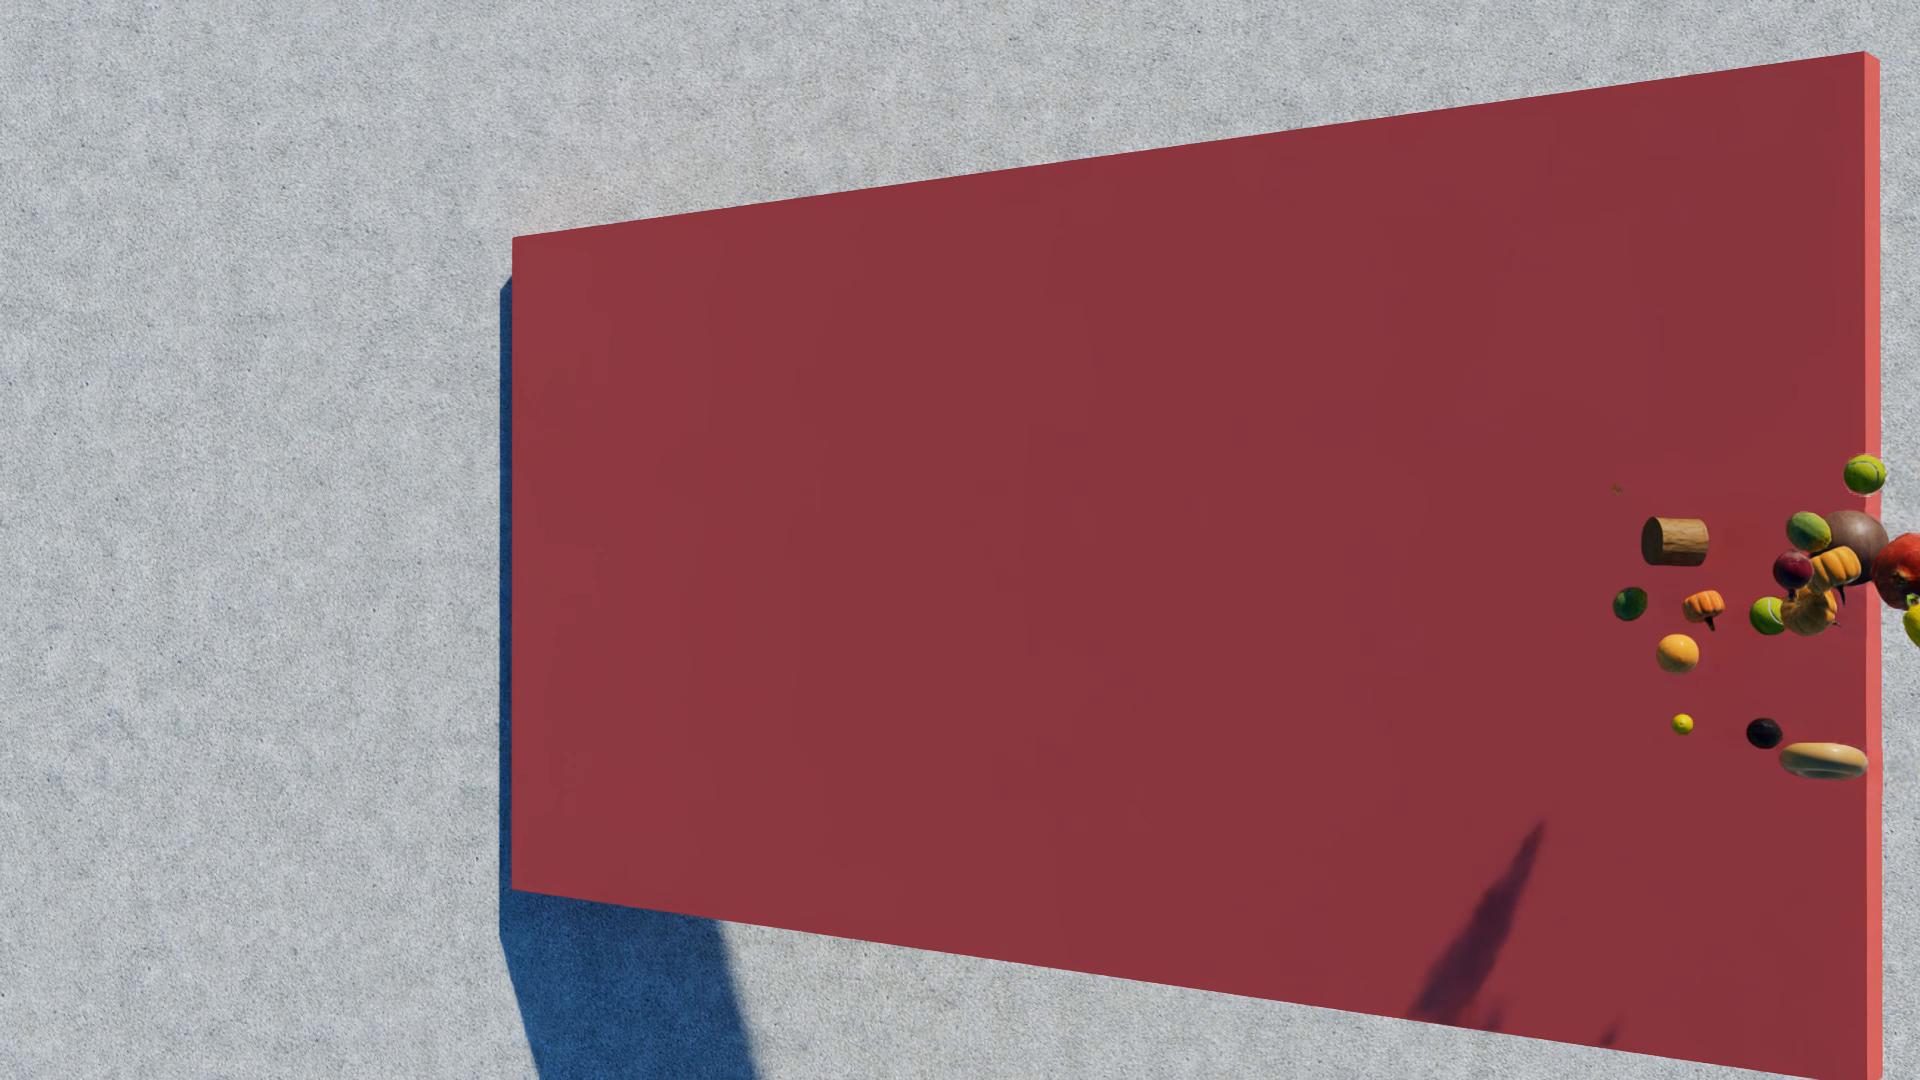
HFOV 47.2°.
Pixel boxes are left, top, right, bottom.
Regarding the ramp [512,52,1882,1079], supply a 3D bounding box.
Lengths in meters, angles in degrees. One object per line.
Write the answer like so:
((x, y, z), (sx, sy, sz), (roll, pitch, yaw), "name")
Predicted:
((0.218, 0.063, 5.534), (4.000, 0.100, 2.000), (0, 90, 39), "ramp")

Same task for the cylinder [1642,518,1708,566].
((1.402, 0.004, 4.315), (0.094, 0.094, 0.094), (2, 90, -9), "cylinder")
